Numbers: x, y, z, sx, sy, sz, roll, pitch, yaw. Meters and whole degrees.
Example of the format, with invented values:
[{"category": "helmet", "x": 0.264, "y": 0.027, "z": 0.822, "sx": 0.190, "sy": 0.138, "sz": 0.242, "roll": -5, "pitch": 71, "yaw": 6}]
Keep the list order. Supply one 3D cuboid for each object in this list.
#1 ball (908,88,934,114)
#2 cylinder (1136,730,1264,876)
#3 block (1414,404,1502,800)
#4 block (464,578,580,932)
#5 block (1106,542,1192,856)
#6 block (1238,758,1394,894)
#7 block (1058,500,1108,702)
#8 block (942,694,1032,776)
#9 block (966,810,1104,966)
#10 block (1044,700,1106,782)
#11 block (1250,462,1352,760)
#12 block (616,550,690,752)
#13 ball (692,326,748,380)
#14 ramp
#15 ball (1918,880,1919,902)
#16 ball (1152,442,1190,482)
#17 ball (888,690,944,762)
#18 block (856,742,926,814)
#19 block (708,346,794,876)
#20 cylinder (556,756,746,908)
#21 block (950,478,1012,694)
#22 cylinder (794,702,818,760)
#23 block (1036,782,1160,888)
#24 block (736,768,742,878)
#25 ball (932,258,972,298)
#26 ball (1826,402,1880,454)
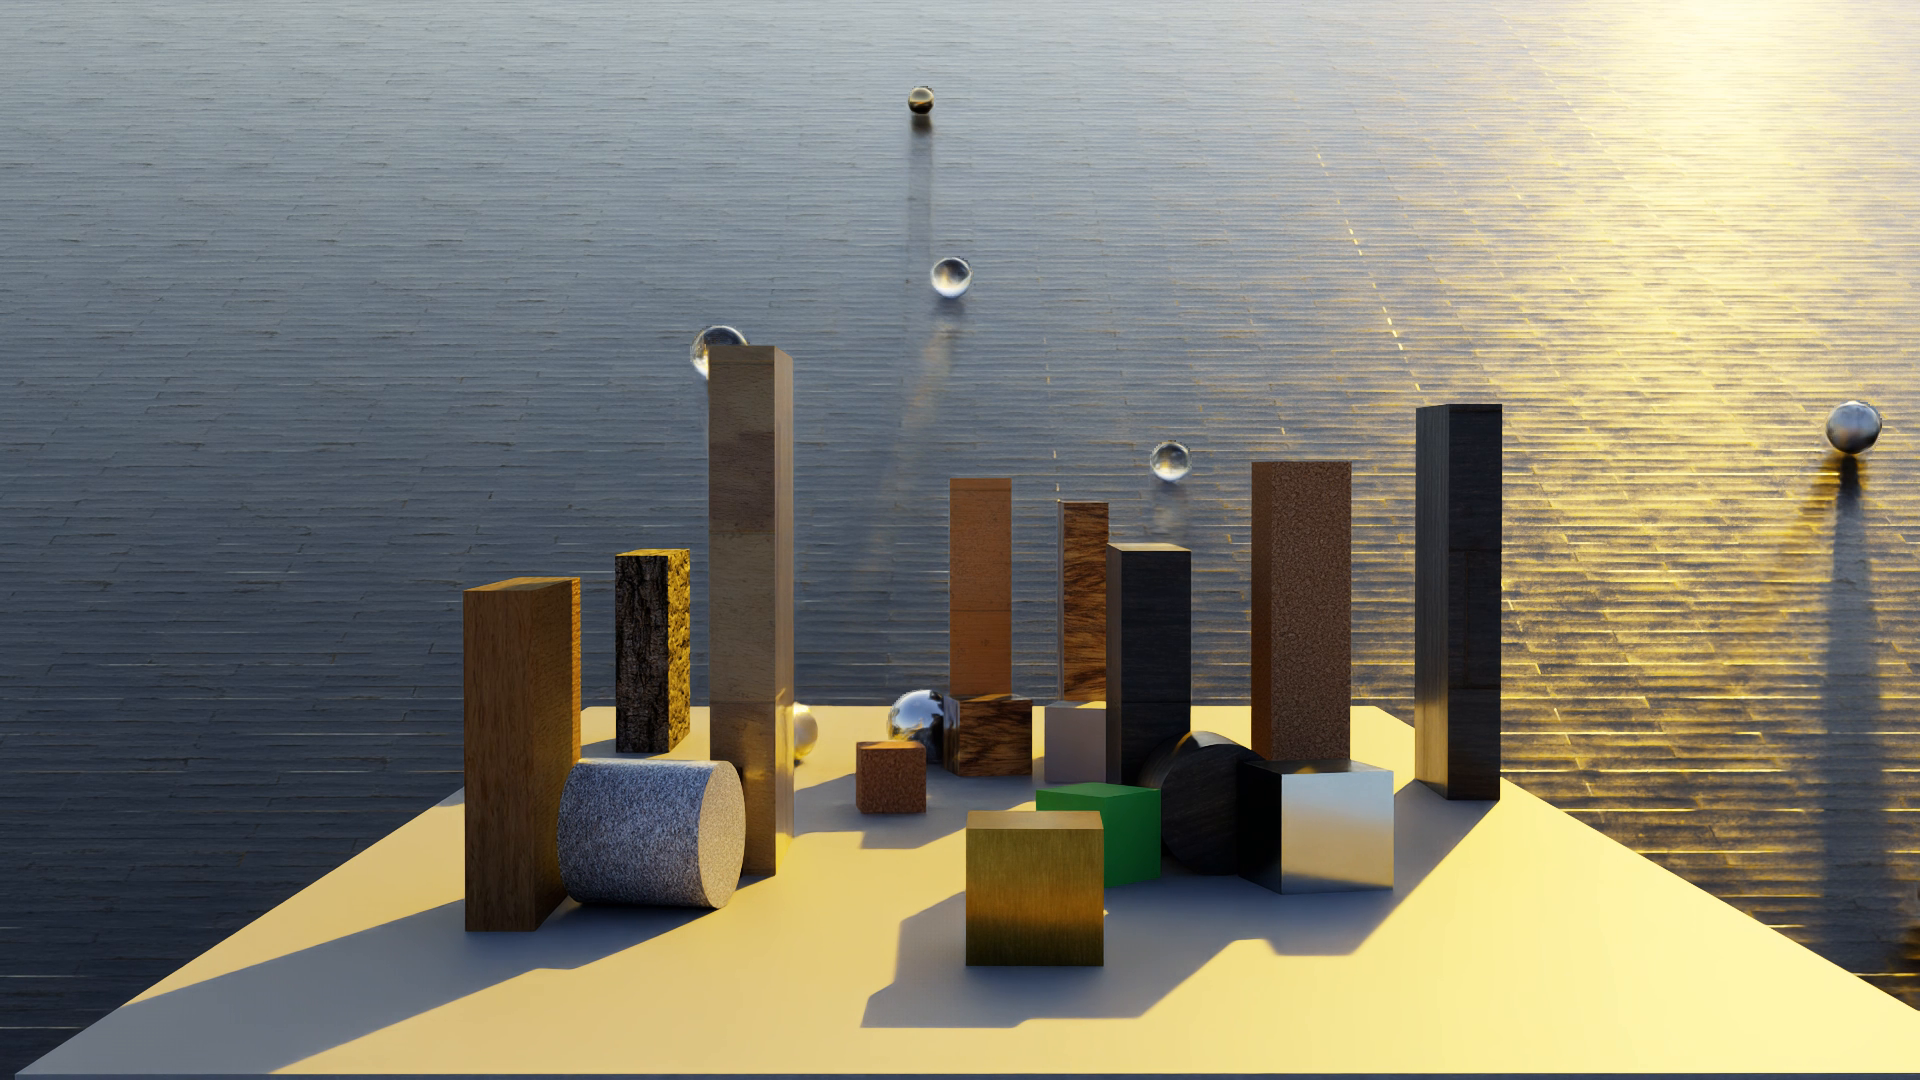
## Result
[{"category": "ball", "x": -0.176, "y": -1.984, "z": 11.659, "sx": 0.120, "sy": 0.120, "sz": 0.120, "roll": 0, "pitch": 26, "yaw": 0}, {"category": "cylinder", "x": 0.378, "y": 0.396, "z": 3.911, "sx": 0.196, "sy": 0.196, "sz": 0.196, "roll": -3, "pitch": 2, "yaw": -6}, {"category": "block", "x": 0.934, "y": 0.109, "z": 4.848, "sx": 0.096, "sy": 0.720, "sz": 0.339, "roll": 0, "pitch": 2, "yaw": 0}, {"category": "block", "x": -0.599, "y": 0.282, "z": 3.559, "sx": 0.091, "sy": 0.444, "sz": 0.418, "roll": 0, "pitch": 2, "yaw": 0}, {"category": "block", "x": 0.304, "y": 0.248, "z": 4.212, "sx": 0.108, "sy": 0.475, "sz": 0.417, "roll": 0, "pitch": 2, "yaw": 0}, {"category": "block", "x": 0.515, "y": 0.413, "z": 3.743, "sx": 0.171, "sy": 0.171, "sz": 0.171, "roll": 0, "pitch": 2, "yaw": -14}, {"category": "block", "x": 0.254, "y": 0.188, "z": 5.364, "sx": 0.089, "sy": 0.535, "sz": 0.331, "roll": 0, "pitch": 2, "yaw": 0}, {"category": "block", "x": 0.054, "y": 0.388, "z": 5.140, "sx": 0.148, "sy": 0.148, "sz": 0.148, "roll": 0, "pitch": 2, "yaw": -13}, {"category": "block", "x": 0.092, "y": 0.430, "z": 3.200, "sx": 0.167, "sy": 0.167, "sz": 0.167, "roll": 0, "pitch": 2, "yaw": 1}, {"category": "block", "x": 0.249, "y": 0.393, "z": 5.034, "sx": 0.143, "sy": 0.143, "sz": 0.143, "roll": 0, "pitch": 2, "yaw": 13}, {"category": "block", "x": 0.557, "y": 0.179, "z": 4.235, "sx": 0.126, "sy": 0.614, "sz": 0.282, "roll": 0, "pitch": 2, "yaw": 0}, {"category": "block", "x": -0.676, "y": 0.237, "z": 5.698, "sx": 0.113, "sy": 0.420, "sz": 0.434, "roll": 0, "pitch": 2, "yaw": 0}, {"category": "ball", "x": -0.813, "y": -0.630, "z": 8.749, "sx": 0.194, "sy": 0.194, "sz": 0.194, "roll": 0, "pitch": 26, "yaw": 0}, {"category": "ramp", "x": 0.058, "y": 0.527, "z": 4.564, "sx": 2.000, "sy": 0.100, "sz": 4.000, "roll": 0, "pitch": 2, "yaw": 0}, {"category": "ball", "x": 2.245, "y": 0.794, "z": 5.810, "sx": 0.166, "sy": 0.166, "sz": 0.166, "roll": 0, "pitch": 26, "yaw": 0}, {"category": "ball", "x": 0.656, "y": -0.242, "z": 8.021, "sx": 0.122, "sy": 0.122, "sz": 0.122, "roll": 0, "pitch": 26, "yaw": 0}, {"category": "ball", "x": -0.073, "y": 0.383, "z": 5.296, "sx": 0.150, "sy": 0.150, "sz": 0.150, "roll": 0, "pitch": 26, "yaw": 0}, {"category": "block", "x": -0.123, "y": 0.420, "z": 4.573, "sx": 0.114, "sy": 0.114, "sz": 0.114, "roll": 0, "pitch": 2, "yaw": -7}, {"category": "block", "x": -0.322, "y": 0.100, "z": 4.022, "sx": 0.097, "sy": 0.784, "sz": 0.425, "roll": 0, "pitch": 2, "yaw": 0}, {"category": "cylinder", "x": -0.424, "y": 0.403, "z": 3.560, "sx": 0.202, "sy": 0.202, "sz": 0.202, "roll": 0, "pitch": 25, "yaw": 13}, {"category": "block", "x": 0.043, "y": 0.160, "z": 5.516, "sx": 0.127, "sy": 0.584, "sz": 0.345, "roll": 0, "pitch": 2, "yaw": 0}, {"category": "cylinder", "x": -0.372, "y": 0.397, "z": 5.292, "sx": 0.122, "sy": 0.122, "sz": 0.122, "roll": 10, "pitch": 5, "yaw": 20}, {"category": "block", "x": 0.203, "y": 0.432, "z": 3.792, "sx": 0.131, "sy": 0.131, "sz": 0.131, "roll": 1, "pitch": 2, "yaw": 43}, {"category": "block", "x": -0.418, "y": 0.418, "z": 3.746, "sx": 0.162, "sy": 0.162, "sz": 0.162, "roll": 0, "pitch": 2, "yaw": 13}, {"category": "ball", "x": -0.031, "y": -0.966, "z": 9.502, "sx": 0.149, "sy": 0.149, "sz": 0.149, "roll": 0, "pitch": 26, "yaw": 0}, {"category": "ball", "x": 2.843, "y": -0.357, "z": 8.213, "sx": 0.164, "sy": 0.164, "sz": 0.164, "roll": 0, "pitch": 26, "yaw": 0}]
